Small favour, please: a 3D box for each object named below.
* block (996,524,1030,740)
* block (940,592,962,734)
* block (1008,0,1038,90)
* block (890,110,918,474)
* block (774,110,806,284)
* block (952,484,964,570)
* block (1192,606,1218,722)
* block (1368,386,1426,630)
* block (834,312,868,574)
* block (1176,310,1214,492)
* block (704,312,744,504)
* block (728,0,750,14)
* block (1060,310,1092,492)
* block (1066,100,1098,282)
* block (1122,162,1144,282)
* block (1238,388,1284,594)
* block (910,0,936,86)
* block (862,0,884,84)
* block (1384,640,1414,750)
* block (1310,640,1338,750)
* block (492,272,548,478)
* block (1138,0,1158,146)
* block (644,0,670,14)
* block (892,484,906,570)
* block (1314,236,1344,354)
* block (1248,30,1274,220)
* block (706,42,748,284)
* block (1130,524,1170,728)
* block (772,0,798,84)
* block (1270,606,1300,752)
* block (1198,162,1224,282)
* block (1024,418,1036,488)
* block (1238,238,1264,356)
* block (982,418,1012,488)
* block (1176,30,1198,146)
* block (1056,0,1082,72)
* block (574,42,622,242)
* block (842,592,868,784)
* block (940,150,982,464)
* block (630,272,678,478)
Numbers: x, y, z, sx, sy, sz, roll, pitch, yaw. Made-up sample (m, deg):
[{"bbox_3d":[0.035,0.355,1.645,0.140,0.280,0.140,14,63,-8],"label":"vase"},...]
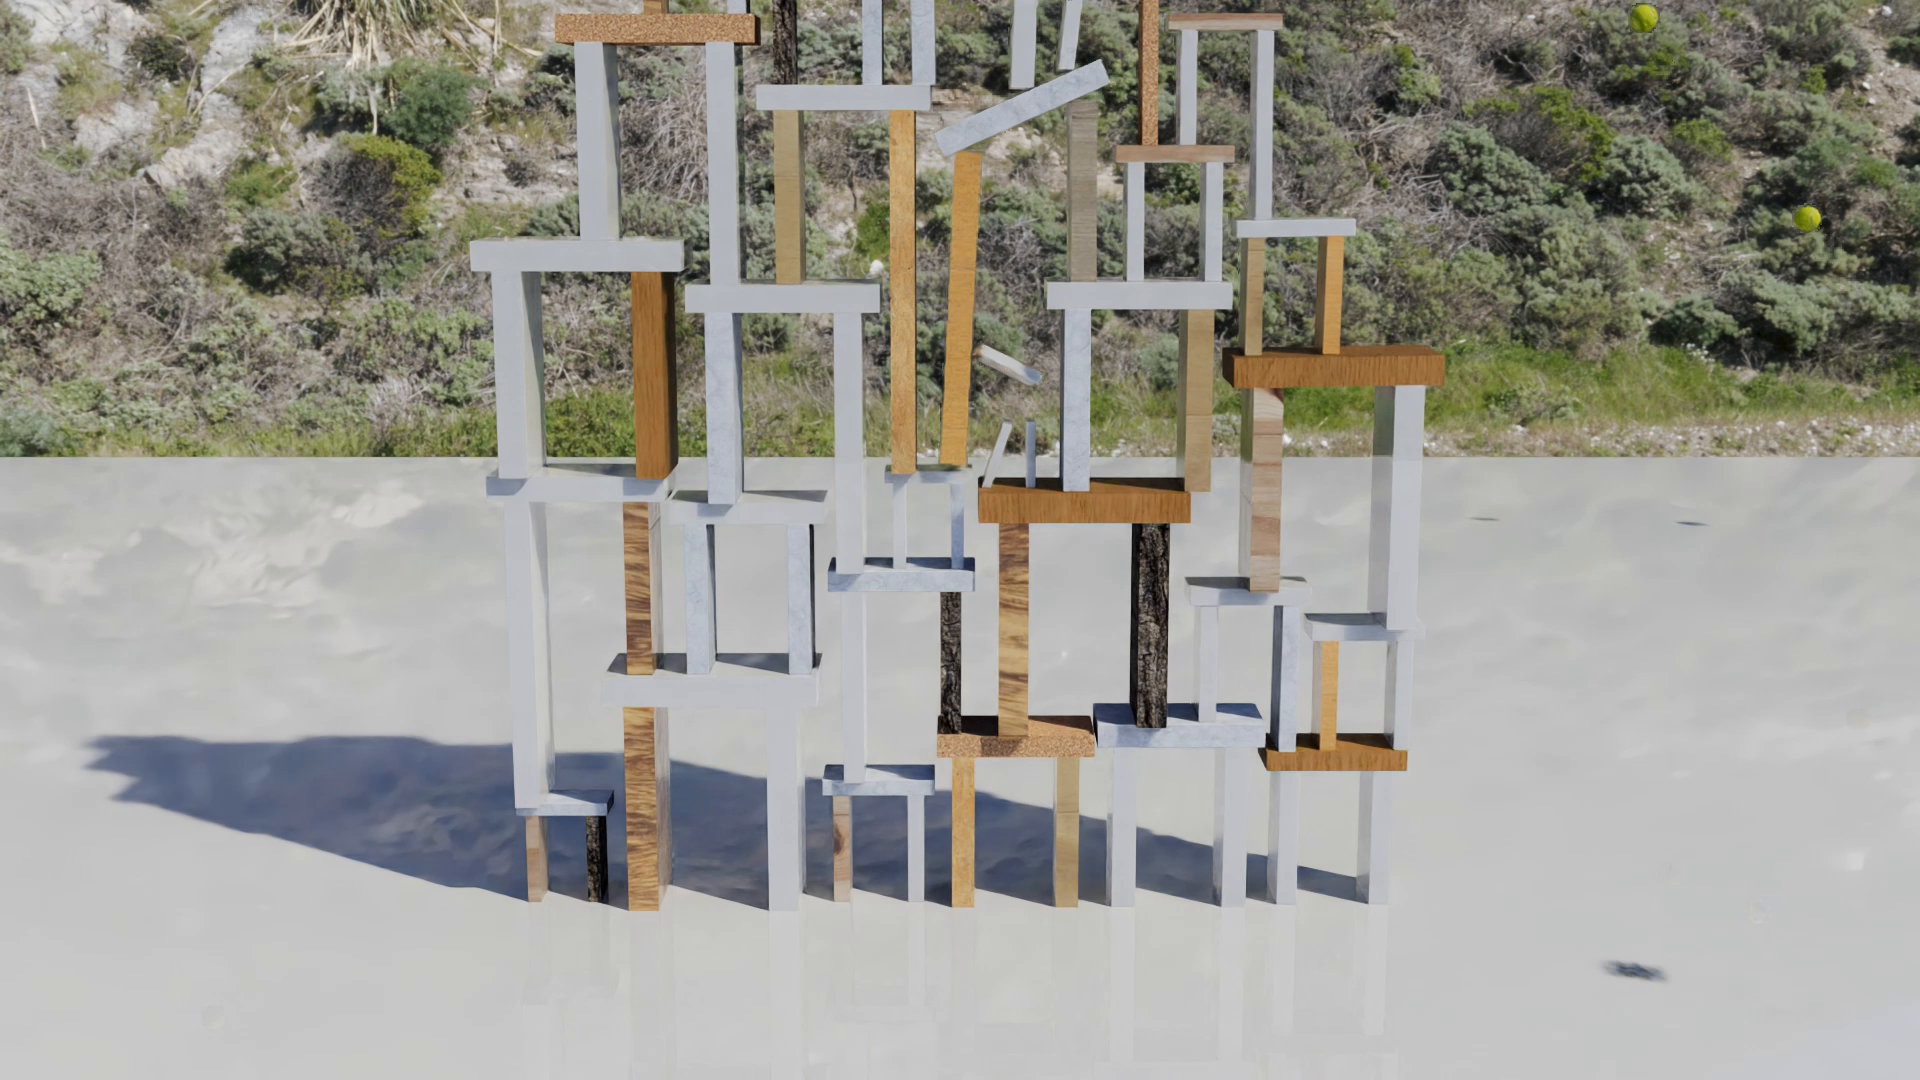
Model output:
[{"bbox_3d":[0.085,0.132,3.580,0.047,0.352,0.167,0,11,0],"label":"block"},{"bbox_3d":[-0.015,0.188,3.597,0.033,0.236,0.118,0,11,0],"label":"block"},{"bbox_3d":[0.100,-0.825,3.407,0.035,0.247,0.123,2,10,-1],"label":"block"},{"bbox_3d":[-0.089,-0.393,3.481,0.038,0.563,0.133,0,11,0],"label":"block"},{"bbox_3d":[-0.267,-0.539,3.454,0.038,0.266,0.133,0,11,0],"label":"block"},{"bbox_3d":[-0.004,-0.028,3.550,0.020,0.140,0.070,0,11,0],"label":"block"},{"bbox_3d":[0.401,0.191,3.592,0.028,0.194,0.097,0,11,0],"label":"block"},{"bbox_3d":[0.701,-0.063,3.540,0.046,0.390,0.163,0,11,0],"label":"block"},{"bbox_3d":[-0.175,-0.163,3.526,0.043,0.413,0.151,0,11,0],"label":"block"},{"bbox_3d":[0.375,-0.231,3.518,0.041,0.288,0.144,0,11,0],"label":"block"},{"bbox_3d":[-0.376,-0.219,3.517,0.043,0.301,0.151,0,11,0],"label":"block"},{"bbox_3d":[-0.343,-0.906,3.390,0.027,0.192,0.096,0,11,0],"label":"block"},{"bbox_3d":[0.183,-0.231,3.518,0.041,0.288,0.144,0,11,0],"label":"block"},{"bbox_3d":[0.191,-0.549,3.460,0.039,0.278,0.139,0,11,0],"label":"block"},{"bbox_3d":[0.273,-0.503,3.470,0.026,0.184,0.092,0,11,0],"label":"block"},{"bbox_3d":[0.483,-0.092,3.535,0.046,0.327,0.163,0,11,1],"label":"block"},{"bbox_3d":[-0.058,-0.829,3.404,0.035,0.247,0.123,-1,11,0],"label":"block"},{"bbox_3d":[-0.134,-0.808,3.405,0.029,0.205,0.103,0,11,0],"label":"block"},{"bbox_3d":[0.719,0.245,3.605,0.026,0.182,0.091,0,11,0],"label":"block"},{"bbox_3d":[0.598,0.244,3.605,0.026,0.182,0.091,0,11,0],"label":"block"},{"bbox_3d":[-0.701,-0.271,3.504,0.046,0.324,0.162,0,11,0],"label":"block"},{"bbox_3d":[0.293,-0.755,3.424,0.024,0.275,0.084,0,11,0],"label":"block"},{"bbox_3d":[-0.470,-0.906,3.389,0.027,0.192,0.096,0,11,0],"label":"block"},{"bbox_3d":[-0.097,-0.028,3.550,0.020,0.140,0.070,0,11,0],"label":"block"},{"bbox_3d":[0.584,-0.390,3.479,0.026,0.184,0.092,1,11,1],"label":"block"},{"bbox_3d":[0.471,-0.648,3.438,0.025,0.289,0.087,-1,11,1],"label":"block"},{"bbox_3d":[-0.366,-0.590,3.451,0.042,0.368,0.150,0,11,0],"label":"block"},{"bbox_3d":[0.308,0.123,3.578,0.047,0.334,0.167,0,11,0],"label":"block"},{"bbox_3d":[-0.271,-0.808,3.405,0.029,0.205,0.103,0,11,0],"label":"block"},{"bbox_3d":[0.531,0.215,3.595,0.028,0.244,0.097,0,11,-1],"label":"block"},{"bbox_3d":[0.396,-0.503,3.471,0.026,0.184,0.092,0,10,0],"label":"block"},{"bbox_3d":[0.113,-0.140,3.528,0.015,0.106,0.053,0,11,0],"label":"block"},{"bbox_3d":[0.461,-0.389,3.481,0.026,0.184,0.092,0,11,1],"label":"block"},{"bbox_3d":[0.059,-0.140,3.528,0.015,0.106,0.053,19,10,-3],"label":"block"},{"bbox_3d":[0.353,-0.705,3.431,0.025,0.174,0.087,0,10,1],"label":"block"},{"bbox_3d":[0.173,-0.814,3.415,0.024,0.167,0.084,6,10,-2],"label":"block"},{"bbox_3d":[-0.565,-0.623,3.444,0.042,0.300,0.150,0,11,0],"label":"block"},{"bbox_3d":[-0.172,0.228,3.604,0.033,0.318,0.118,0,11,0],"label":"block"},{"bbox_3d":[0.002,-0.371,3.495,0.039,0.486,0.139,3,11,0],"label":"block"},{"bbox_3d":[-0.485,-0.270,3.504,0.046,0.324,0.162,0,11,0],"label":"block"}]
